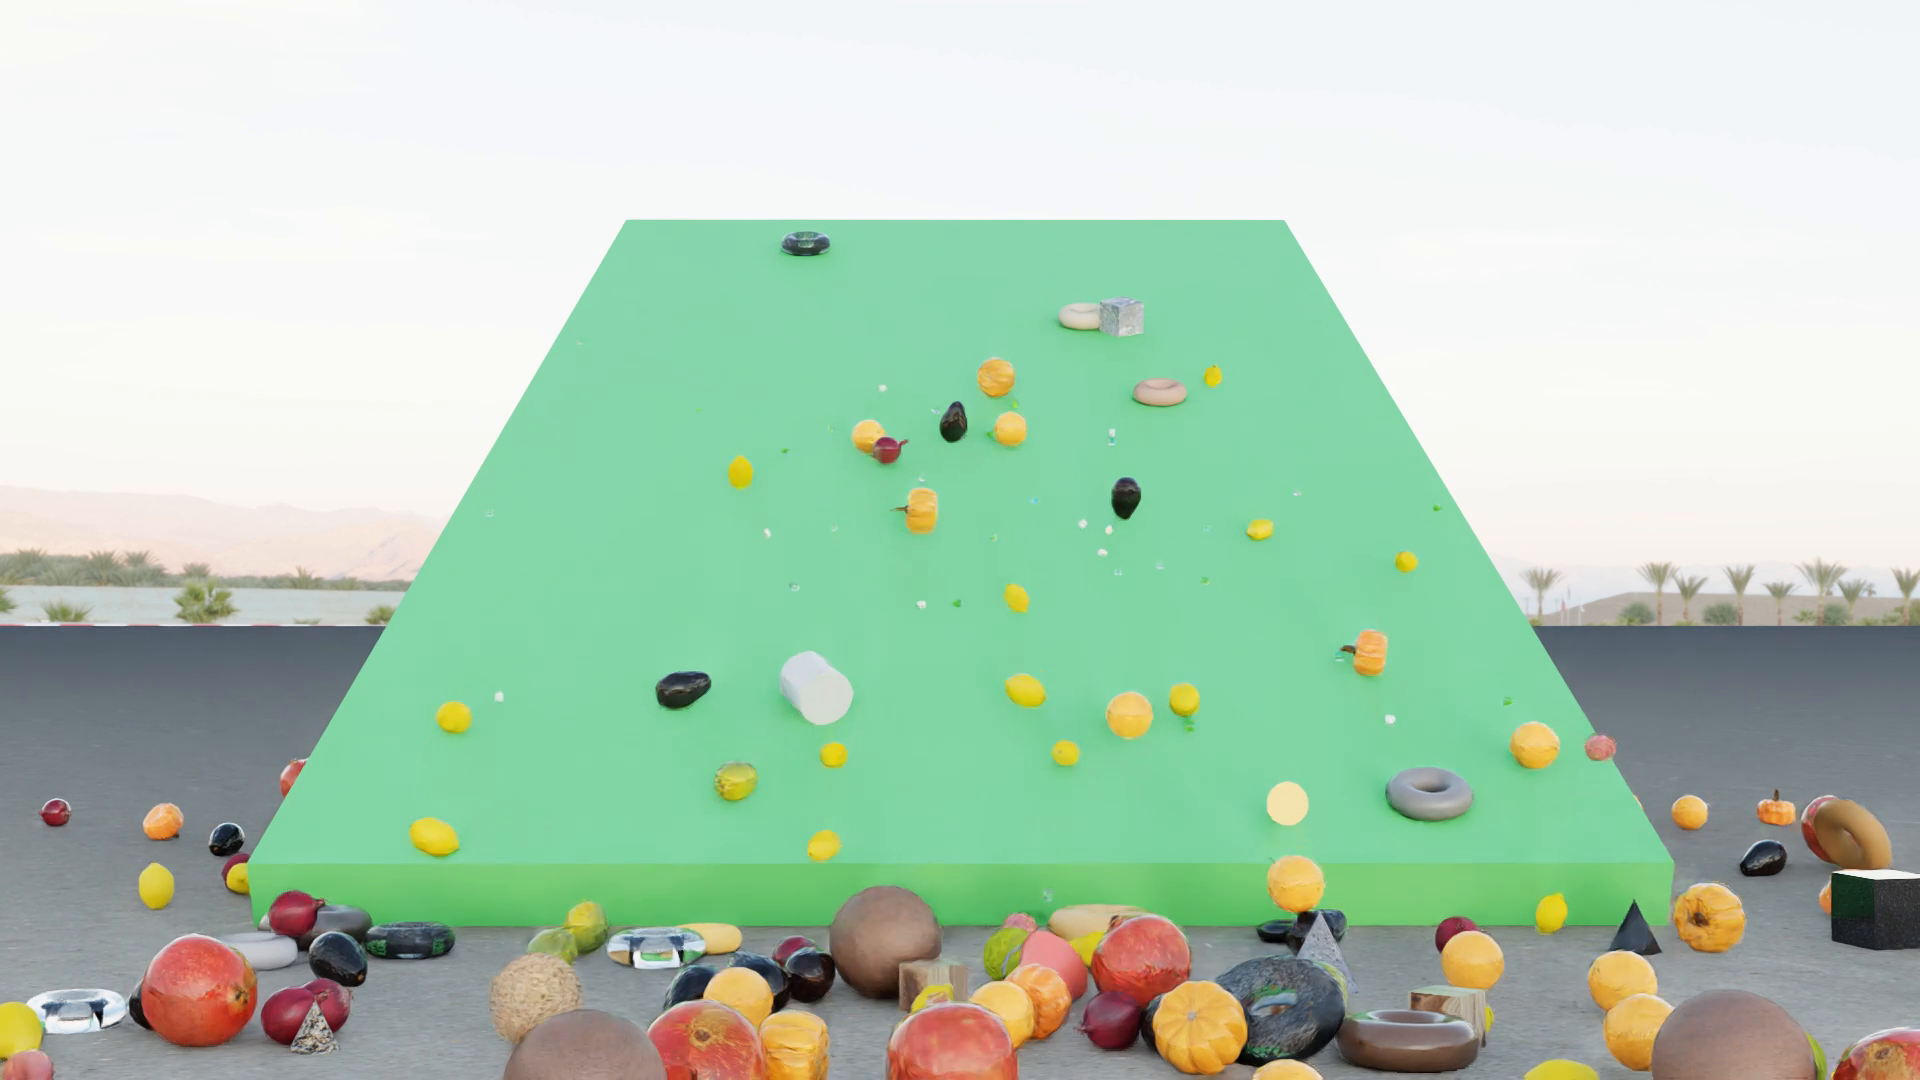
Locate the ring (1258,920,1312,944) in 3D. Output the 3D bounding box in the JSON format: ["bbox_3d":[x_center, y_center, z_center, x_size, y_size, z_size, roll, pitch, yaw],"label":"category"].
[{"bbox_3d":[0.440,0.528,3.078,0.077,0.026,0.077,-1,-3,0],"label":"ring"}]

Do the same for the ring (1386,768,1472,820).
[{"bbox_3d":[0.689,0.372,3.348,0.126,0.042,0.126,-1,21,0],"label":"ring"}]

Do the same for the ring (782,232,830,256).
[{"bbox_3d":[-0.442,-0.850,6.537,0.143,0.048,0.143,0,22,0],"label":"ring"}]

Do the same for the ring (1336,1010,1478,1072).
[{"bbox_3d":[0.437,0.489,2.230,0.137,0.046,0.137,1,-3,0],"label":"ring"}]

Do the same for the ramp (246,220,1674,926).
[{"bbox_3d":[-0.006,-0.214,5.079,2.000,0.100,4.000,0,21,0],"label":"ramp"}]

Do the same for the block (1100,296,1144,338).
[{"bbox_3d":[0.407,-0.562,5.742,0.078,0.078,0.078,-14,25,-33],"label":"block"}]

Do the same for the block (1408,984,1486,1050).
[{"bbox_3d":[0.493,0.486,2.311,0.057,0.057,0.057,-2,-3,38],"label":"block"}]

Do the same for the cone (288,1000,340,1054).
[{"bbox_3d":[-0.651,0.488,2.299,0.051,0.051,0.051,0,-2,0],"label":"cone"}]

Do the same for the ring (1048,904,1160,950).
[{"bbox_3d":[0.192,0.515,3.037,0.150,0.050,0.150,1,-3,0],"label":"ring"}]

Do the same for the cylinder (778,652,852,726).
[{"bbox_3d":[-0.230,0.236,3.633,0.090,0.090,0.090,1,18,-28],"label":"cylinder"}]

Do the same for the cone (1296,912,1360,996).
[{"bbox_3d":[0.423,0.481,2.675,0.092,0.092,0.092,0,-2,0],"label":"cone"}]

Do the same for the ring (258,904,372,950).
[{"bbox_3d":[-0.858,0.515,3.036,0.148,0.049,0.148,-1,-3,0],"label":"ring"}]

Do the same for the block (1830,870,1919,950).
[{"bbox_3d":[1.233,0.494,3.046,0.093,0.093,0.093,0,-2,-14],"label":"block"}]

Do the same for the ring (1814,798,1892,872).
[{"bbox_3d":[1.507,0.503,3.852,0.049,0.146,0.146,-30,9,-19],"label":"ring"}]

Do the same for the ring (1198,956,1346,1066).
[{"bbox_3d":[0.309,0.467,2.264,0.147,0.049,0.147,-12,24,5],"label":"ring"}]

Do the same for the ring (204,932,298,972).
[{"bbox_3d":[-0.885,0.515,2.848,0.112,0.037,0.112,-1,-1,0],"label":"ring"}]

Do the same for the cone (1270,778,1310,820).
[{"bbox_3d":[0.469,0.385,3.333,0.063,0.063,0.063,1,-21,-19],"label":"cone"}]

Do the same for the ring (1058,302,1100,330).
[{"bbox_3d":[0.317,-0.570,5.808,0.136,0.045,0.136,-1,22,0],"label":"ring"}]

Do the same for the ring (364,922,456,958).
[{"bbox_3d":[-0.713,0.518,2.953,0.116,0.039,0.116,0,-3,0],"label":"ring"}]

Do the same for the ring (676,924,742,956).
[{"bbox_3d":[-0.335,0.521,2.976,0.101,0.034,0.101,-1,-3,0],"label":"ring"}]

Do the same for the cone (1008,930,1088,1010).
[{"bbox_3d":[0.080,0.503,2.559,0.091,0.091,0.091,-2,24,43],"label":"cone"}]

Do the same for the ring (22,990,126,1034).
[{"bbox_3d":[-0.942,0.502,2.426,0.104,0.035,0.104,1,-1,0],"label":"ring"}]

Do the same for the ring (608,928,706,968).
[{"bbox_3d":[-0.382,0.514,2.874,0.124,0.041,0.124,-1,-3,0],"label":"ring"}]

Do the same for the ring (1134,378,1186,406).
[{"bbox_3d":[0.456,-0.338,5.208,0.122,0.041,0.122,-1,22,0],"label":"ring"}]

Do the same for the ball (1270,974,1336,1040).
[{"bbox_3d":[0.355,0.483,2.358,0.067,0.067,0.067,0,-2,0],"label":"ball"}]

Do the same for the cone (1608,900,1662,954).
[{"bbox_3d":[0.883,0.504,2.984,0.067,0.067,0.067,0,-2,0],"label":"cone"}]

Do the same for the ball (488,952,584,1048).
[{"bbox_3d":[-0.431,0.467,2.316,0.094,0.094,0.094,0,-2,0],"label":"ball"}]

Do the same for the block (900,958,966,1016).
[{"bbox_3d":[-0.030,0.495,2.526,0.053,0.053,0.053,2,-3,-38],"label":"block"}]
